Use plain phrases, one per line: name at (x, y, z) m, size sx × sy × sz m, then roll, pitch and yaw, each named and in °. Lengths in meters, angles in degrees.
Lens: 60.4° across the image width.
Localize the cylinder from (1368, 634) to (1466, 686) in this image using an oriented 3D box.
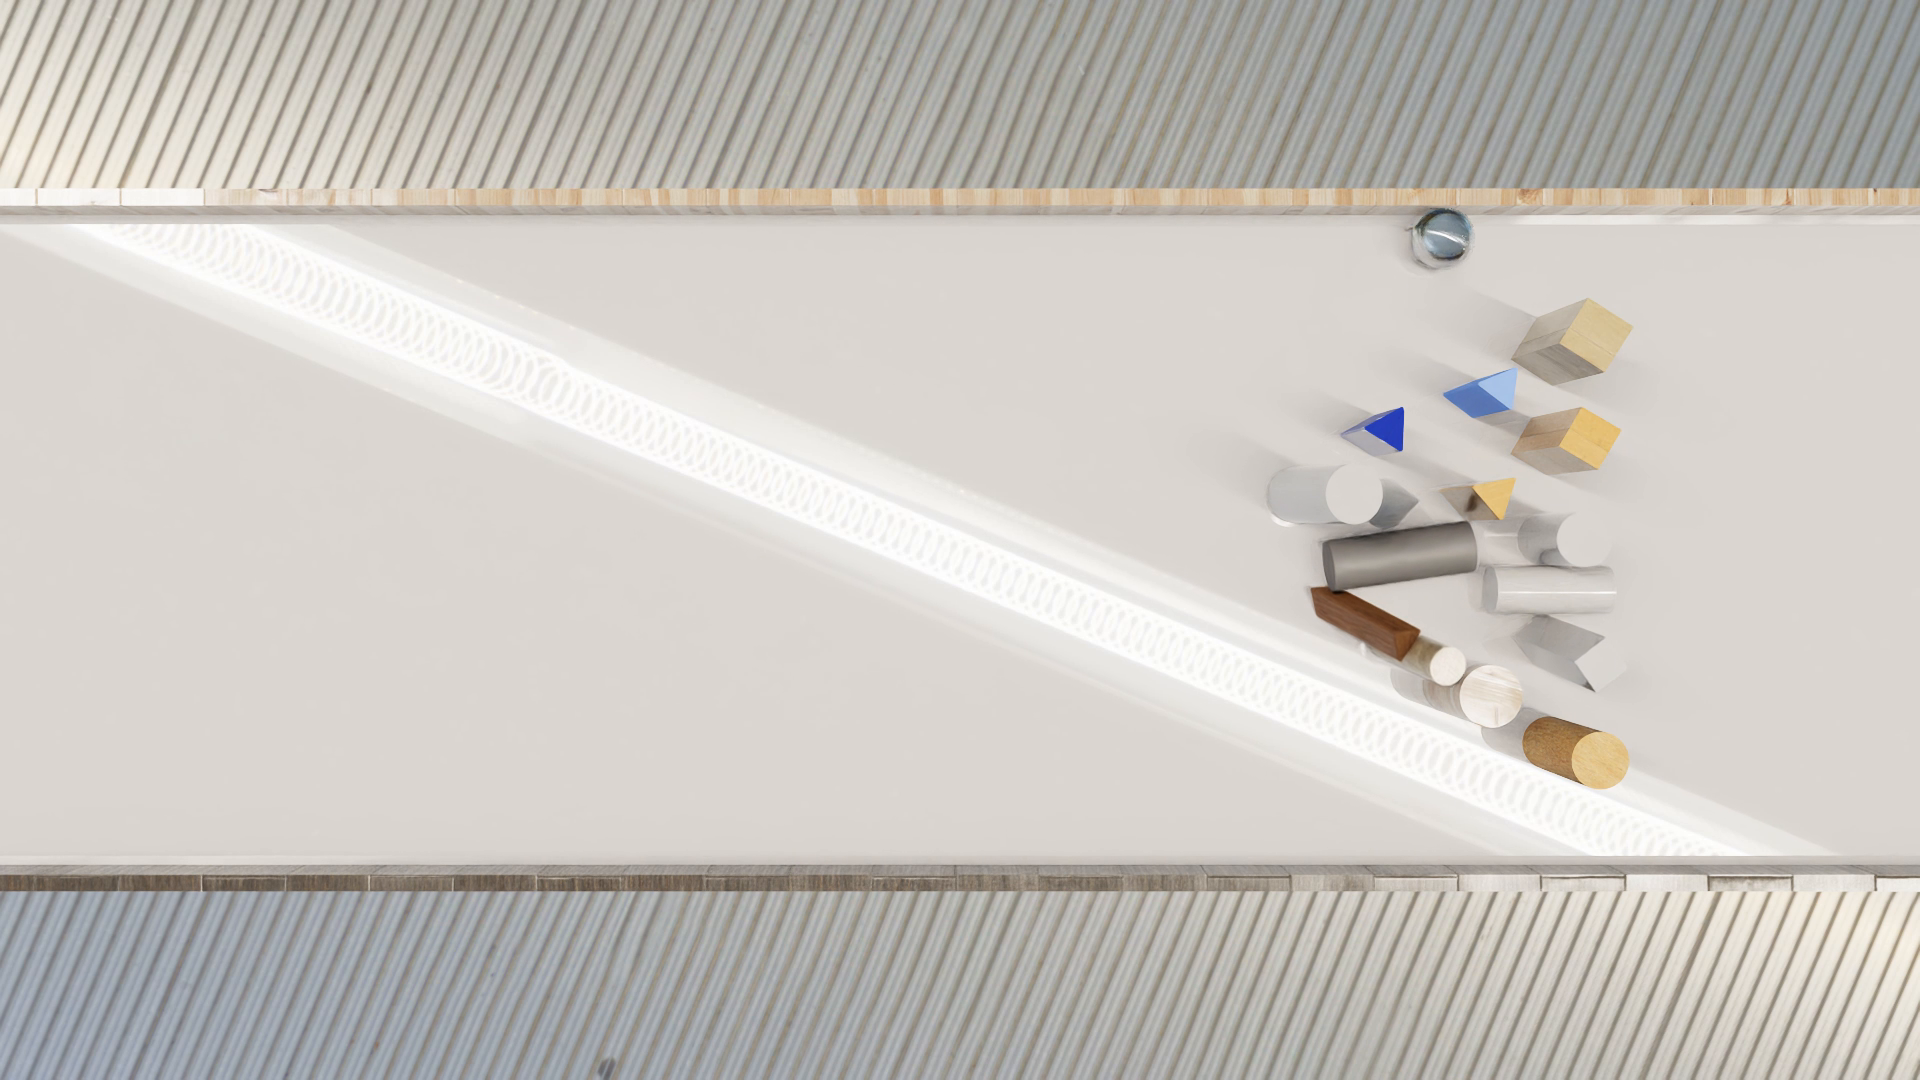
cylinder at (1.346, 0.332, 4.879) m, size 0.112 × 0.380 × 0.112 m, roll -2°, pitch 99°, yaw -13°

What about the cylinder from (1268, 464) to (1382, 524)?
cylinder at (1.066, -0.134, 4.843) m, size 0.171 × 0.443 × 0.171 m, roll 0°, pitch 91°, yaw -10°

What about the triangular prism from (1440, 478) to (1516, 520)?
triangular prism at (1.558, -0.142, 4.912) m, size 0.109 × 0.330 × 0.126 m, roll -41°, pitch 90°, yaw 0°

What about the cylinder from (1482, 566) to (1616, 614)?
cylinder at (1.785, 0.152, 5.002) m, size 0.355 × 0.149 × 0.149 m, roll 0°, pitch 90°, yaw 0°

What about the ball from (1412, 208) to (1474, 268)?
ball at (1.460, -0.911, 4.987) m, size 0.178 × 0.178 × 0.178 m, roll 0°, pitch 90°, yaw 0°

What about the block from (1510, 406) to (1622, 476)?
block at (1.782, -0.288, 4.869) m, size 0.130 × 0.414 × 0.130 m, roll 30°, pitch 90°, yaw 0°

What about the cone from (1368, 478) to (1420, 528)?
cone at (1.309, -0.112, 4.883) m, size 0.155 × 0.387 × 0.155 m, roll 0°, pitch 90°, yaw 0°

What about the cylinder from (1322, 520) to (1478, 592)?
cylinder at (1.330, 0.049, 4.998) m, size 0.428 × 0.157 × 0.157 m, roll -8°, pitch 90°, yaw 0°

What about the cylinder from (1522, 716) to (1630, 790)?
cylinder at (1.813, 0.625, 4.872) m, size 0.163 × 0.409 × 0.163 m, roll 0°, pitch 90°, yaw 0°

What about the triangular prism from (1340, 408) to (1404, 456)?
triangular prism at (1.252, -0.337, 4.921) m, size 0.127 × 0.311 × 0.110 m, roll 31°, pitch 90°, yaw 0°

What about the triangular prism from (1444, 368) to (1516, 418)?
triangular prism at (1.566, -0.453, 4.903) m, size 0.120 × 0.348 × 0.104 m, roll 38°, pitch 90°, yaw 0°

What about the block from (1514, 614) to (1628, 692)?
block at (1.796, 0.329, 4.866) m, size 0.114 × 0.408 × 0.114 m, roll -38°, pitch 99°, yaw 0°

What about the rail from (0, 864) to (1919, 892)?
rail at (-2.247, 1.025, 5.001) m, size 12.000 × 0.150 × 0.050 m, roll 0°, pitch 90°, yaw 0°

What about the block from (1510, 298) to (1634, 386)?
block at (1.800, -0.580, 4.869) m, size 0.153 × 0.414 × 0.153 m, roll 33°, pitch 90°, yaw 0°

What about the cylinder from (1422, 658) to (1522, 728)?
cylinder at (1.513, 0.445, 4.887) m, size 0.179 × 0.379 × 0.179 m, roll 0°, pitch 90°, yaw 0°

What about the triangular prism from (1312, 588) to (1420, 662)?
triangular prism at (1.213, 0.227, 4.924) m, size 0.095 × 0.350 × 0.109 m, roll -33°, pitch 125°, yaw -18°

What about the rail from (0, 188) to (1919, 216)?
rail at (-2.247, -1.025, 5.002) m, size 12.000 × 0.150 × 0.050 m, roll 0°, pitch 90°, yaw 0°

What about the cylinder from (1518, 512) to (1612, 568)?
cylinder at (1.796, -0.002, 4.909) m, size 0.160 × 0.335 × 0.160 m, roll 0°, pitch 90°, yaw 0°
